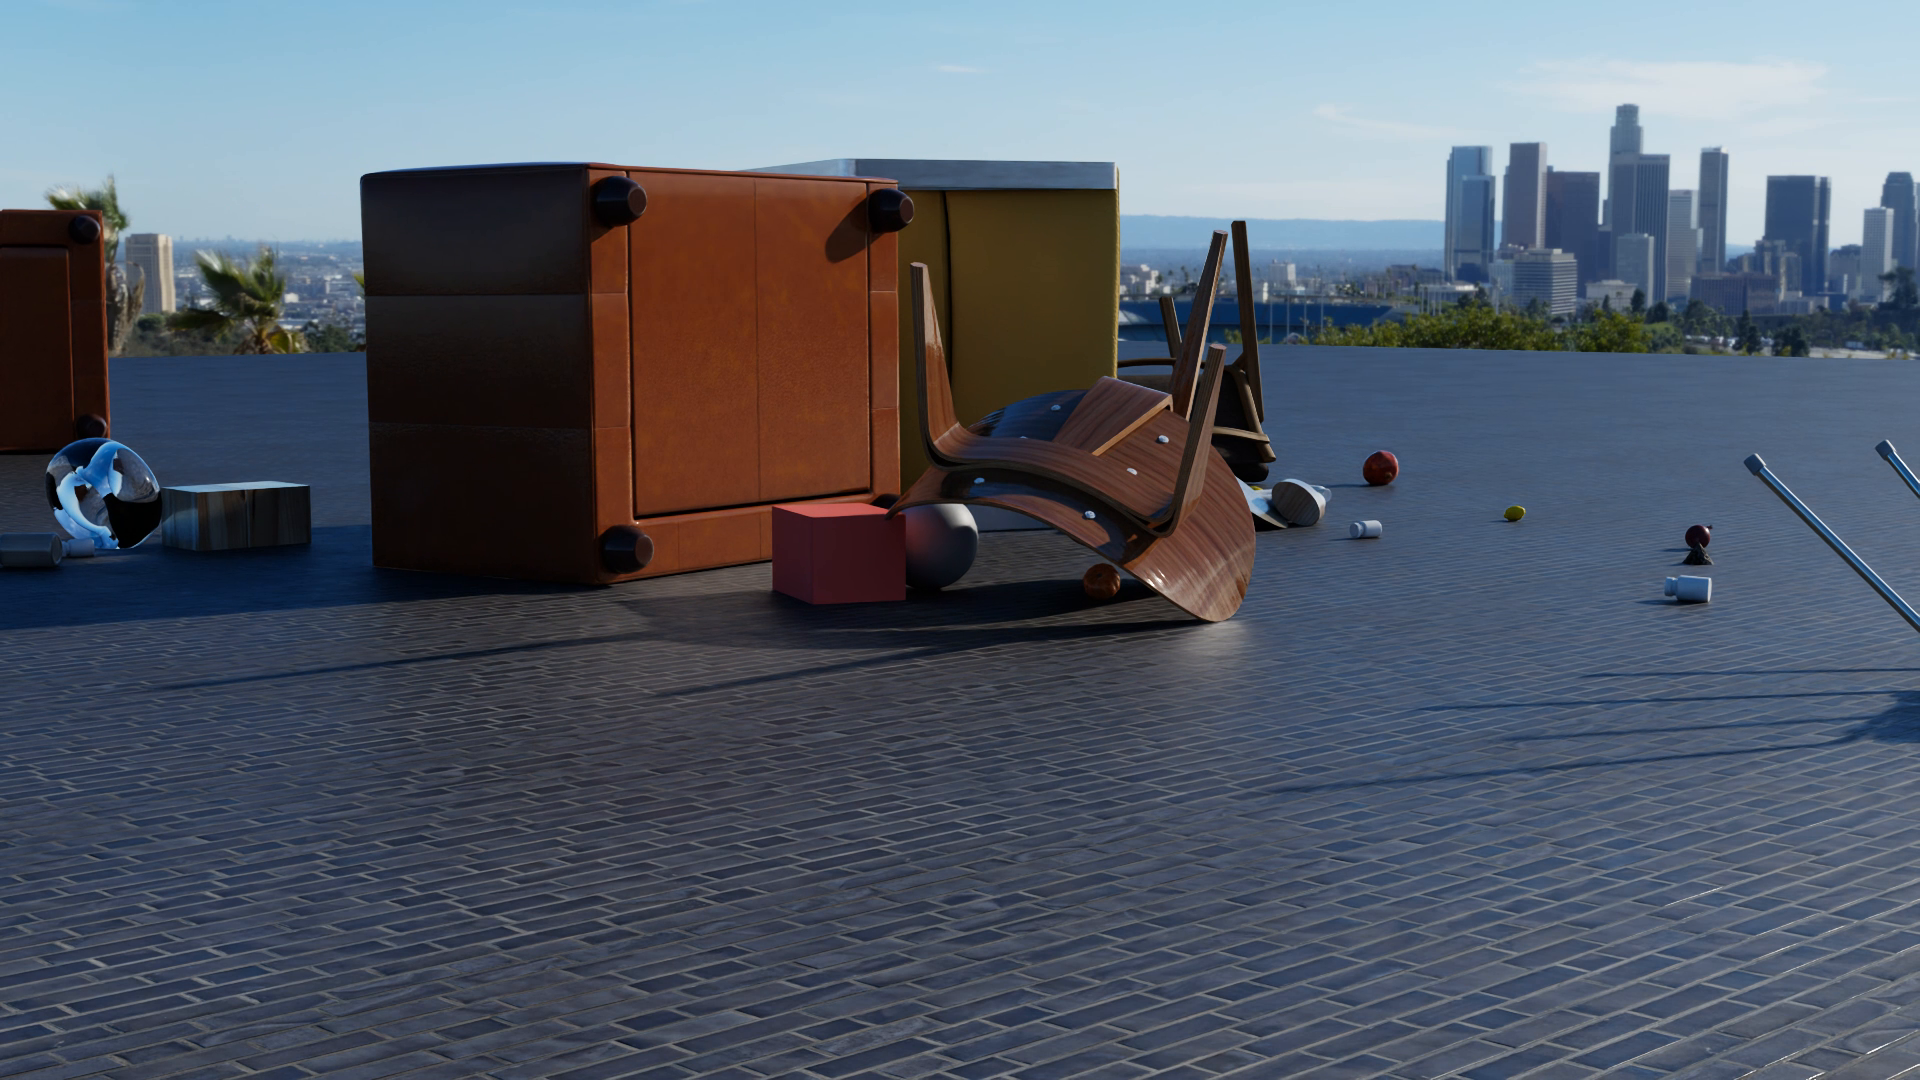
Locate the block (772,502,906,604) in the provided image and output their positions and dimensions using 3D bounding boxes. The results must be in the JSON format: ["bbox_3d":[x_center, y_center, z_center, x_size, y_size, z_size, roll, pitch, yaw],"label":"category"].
[{"bbox_3d":[-0.253,0.025,5.308,0.199,0.176,0.276,-2,6,-21],"label":"block"}]

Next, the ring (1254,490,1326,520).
[{"bbox_3d":[0.845,-0.095,6.994,0.358,0.072,0.218,-5,7,-34],"label":"ring"}]

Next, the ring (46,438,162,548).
[{"bbox_3d":[-2.082,-0.110,6.238,0.314,0.280,0.145,21,33,23],"label":"ring"}]

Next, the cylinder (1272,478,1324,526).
[{"bbox_3d":[0.900,-0.101,6.829,0.147,0.092,0.094,40,15,9],"label":"cylinder"}]

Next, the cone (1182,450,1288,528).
[{"bbox_3d":[0.692,-0.088,6.781,0.353,0.121,0.297,42,16,29],"label":"cone"}]

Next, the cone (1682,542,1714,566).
[{"bbox_3d":[1.696,0.028,5.892,0.067,0.050,0.076,-2,6,-21],"label":"cone"}]

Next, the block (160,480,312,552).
[{"bbox_3d":[-1.782,-0.061,6.319,0.298,0.141,0.195,-5,8,-43],"label":"block"}]

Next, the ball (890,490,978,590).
[{"bbox_3d":[-0.066,0.000,5.391,0.210,0.210,0.210,0,6,0],"label":"ball"}]
